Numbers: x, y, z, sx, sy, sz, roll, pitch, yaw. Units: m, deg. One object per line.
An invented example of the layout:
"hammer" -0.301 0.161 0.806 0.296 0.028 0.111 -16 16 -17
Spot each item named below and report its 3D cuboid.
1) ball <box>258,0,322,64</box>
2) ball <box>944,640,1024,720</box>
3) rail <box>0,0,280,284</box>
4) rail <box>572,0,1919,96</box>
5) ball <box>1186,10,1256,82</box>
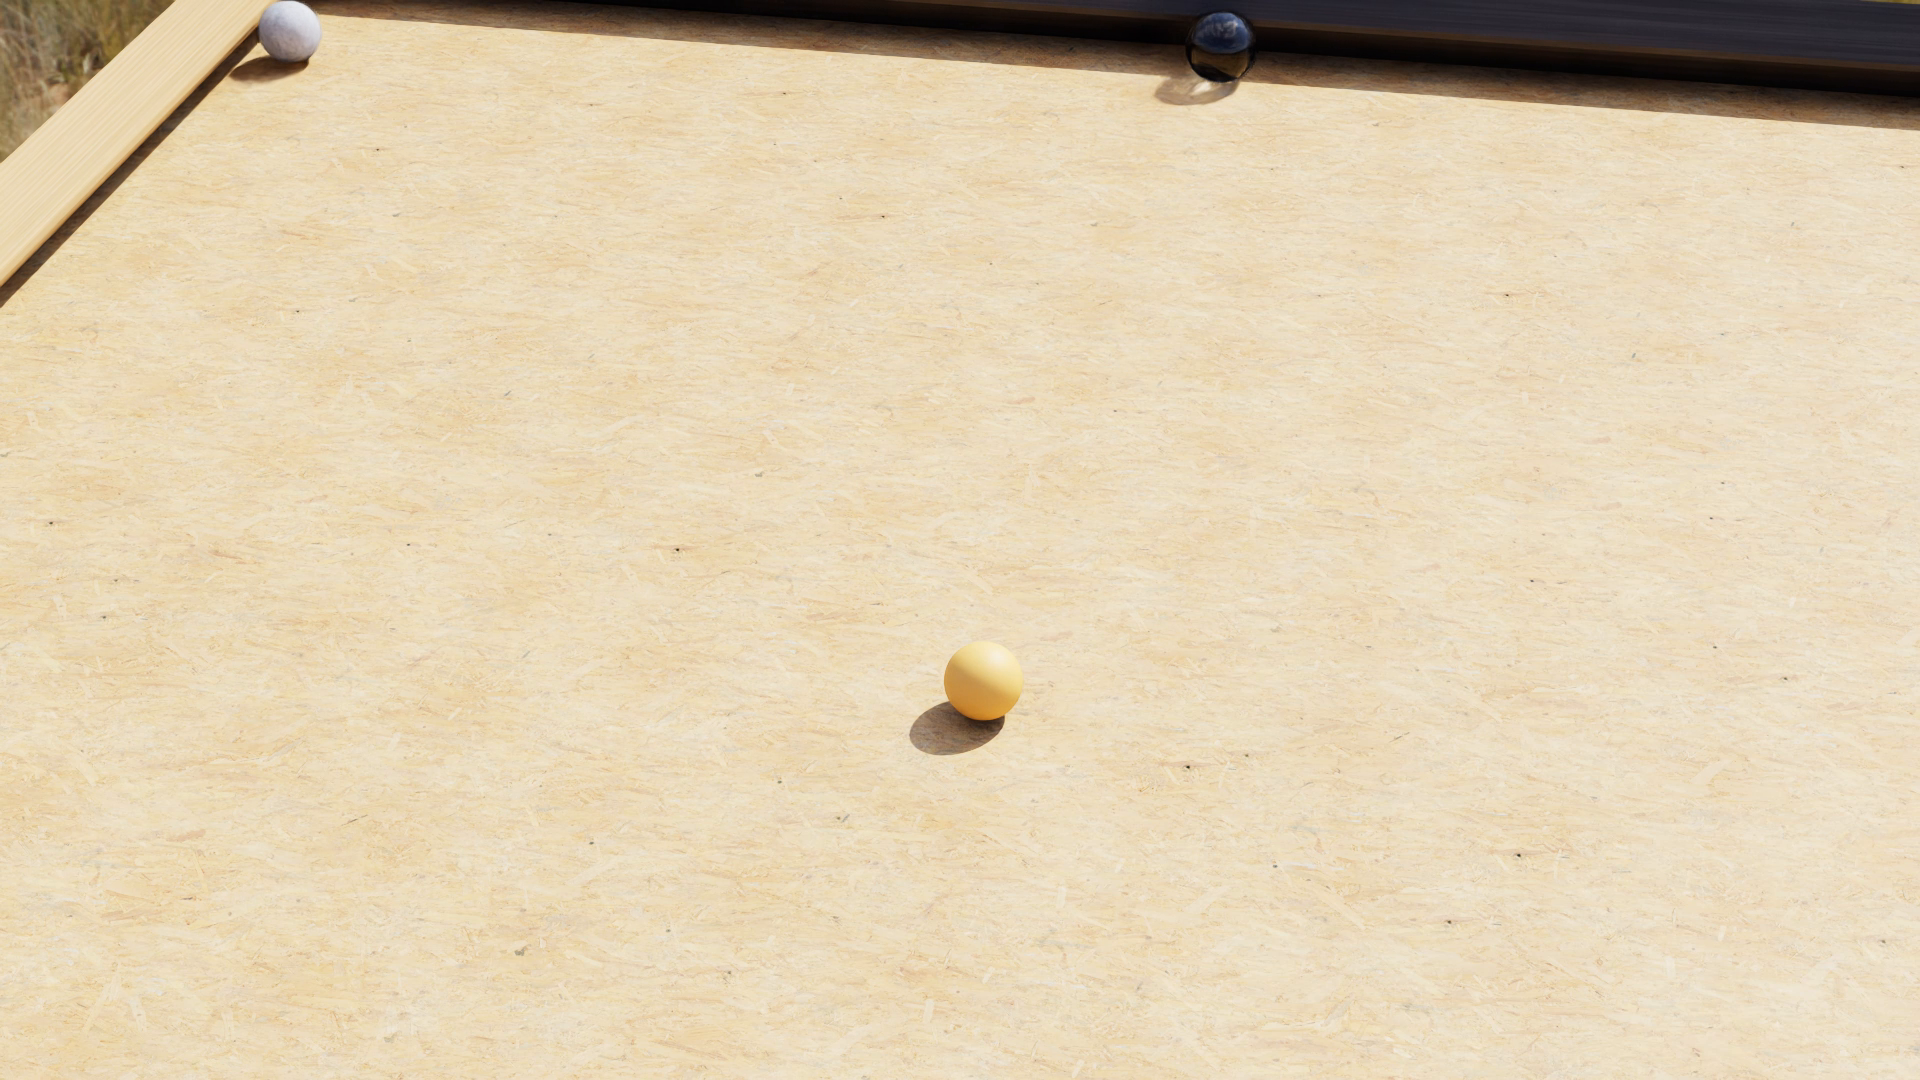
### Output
"ball" -0.688 -0.521 2.634 0.063 0.063 0.063 0 35 0
"ball" 0.016 0.096 1.750 0.054 0.054 0.054 0 35 0
"rail" -0.873 -0.100 1.995 0.045 0.097 1.968 6 35 8
"rail" 1.061 -0.463 2.519 3.638 0.097 0.045 6 35 8
"ball" 0.264 -0.499 2.593 0.072 0.072 0.072 0 35 0
